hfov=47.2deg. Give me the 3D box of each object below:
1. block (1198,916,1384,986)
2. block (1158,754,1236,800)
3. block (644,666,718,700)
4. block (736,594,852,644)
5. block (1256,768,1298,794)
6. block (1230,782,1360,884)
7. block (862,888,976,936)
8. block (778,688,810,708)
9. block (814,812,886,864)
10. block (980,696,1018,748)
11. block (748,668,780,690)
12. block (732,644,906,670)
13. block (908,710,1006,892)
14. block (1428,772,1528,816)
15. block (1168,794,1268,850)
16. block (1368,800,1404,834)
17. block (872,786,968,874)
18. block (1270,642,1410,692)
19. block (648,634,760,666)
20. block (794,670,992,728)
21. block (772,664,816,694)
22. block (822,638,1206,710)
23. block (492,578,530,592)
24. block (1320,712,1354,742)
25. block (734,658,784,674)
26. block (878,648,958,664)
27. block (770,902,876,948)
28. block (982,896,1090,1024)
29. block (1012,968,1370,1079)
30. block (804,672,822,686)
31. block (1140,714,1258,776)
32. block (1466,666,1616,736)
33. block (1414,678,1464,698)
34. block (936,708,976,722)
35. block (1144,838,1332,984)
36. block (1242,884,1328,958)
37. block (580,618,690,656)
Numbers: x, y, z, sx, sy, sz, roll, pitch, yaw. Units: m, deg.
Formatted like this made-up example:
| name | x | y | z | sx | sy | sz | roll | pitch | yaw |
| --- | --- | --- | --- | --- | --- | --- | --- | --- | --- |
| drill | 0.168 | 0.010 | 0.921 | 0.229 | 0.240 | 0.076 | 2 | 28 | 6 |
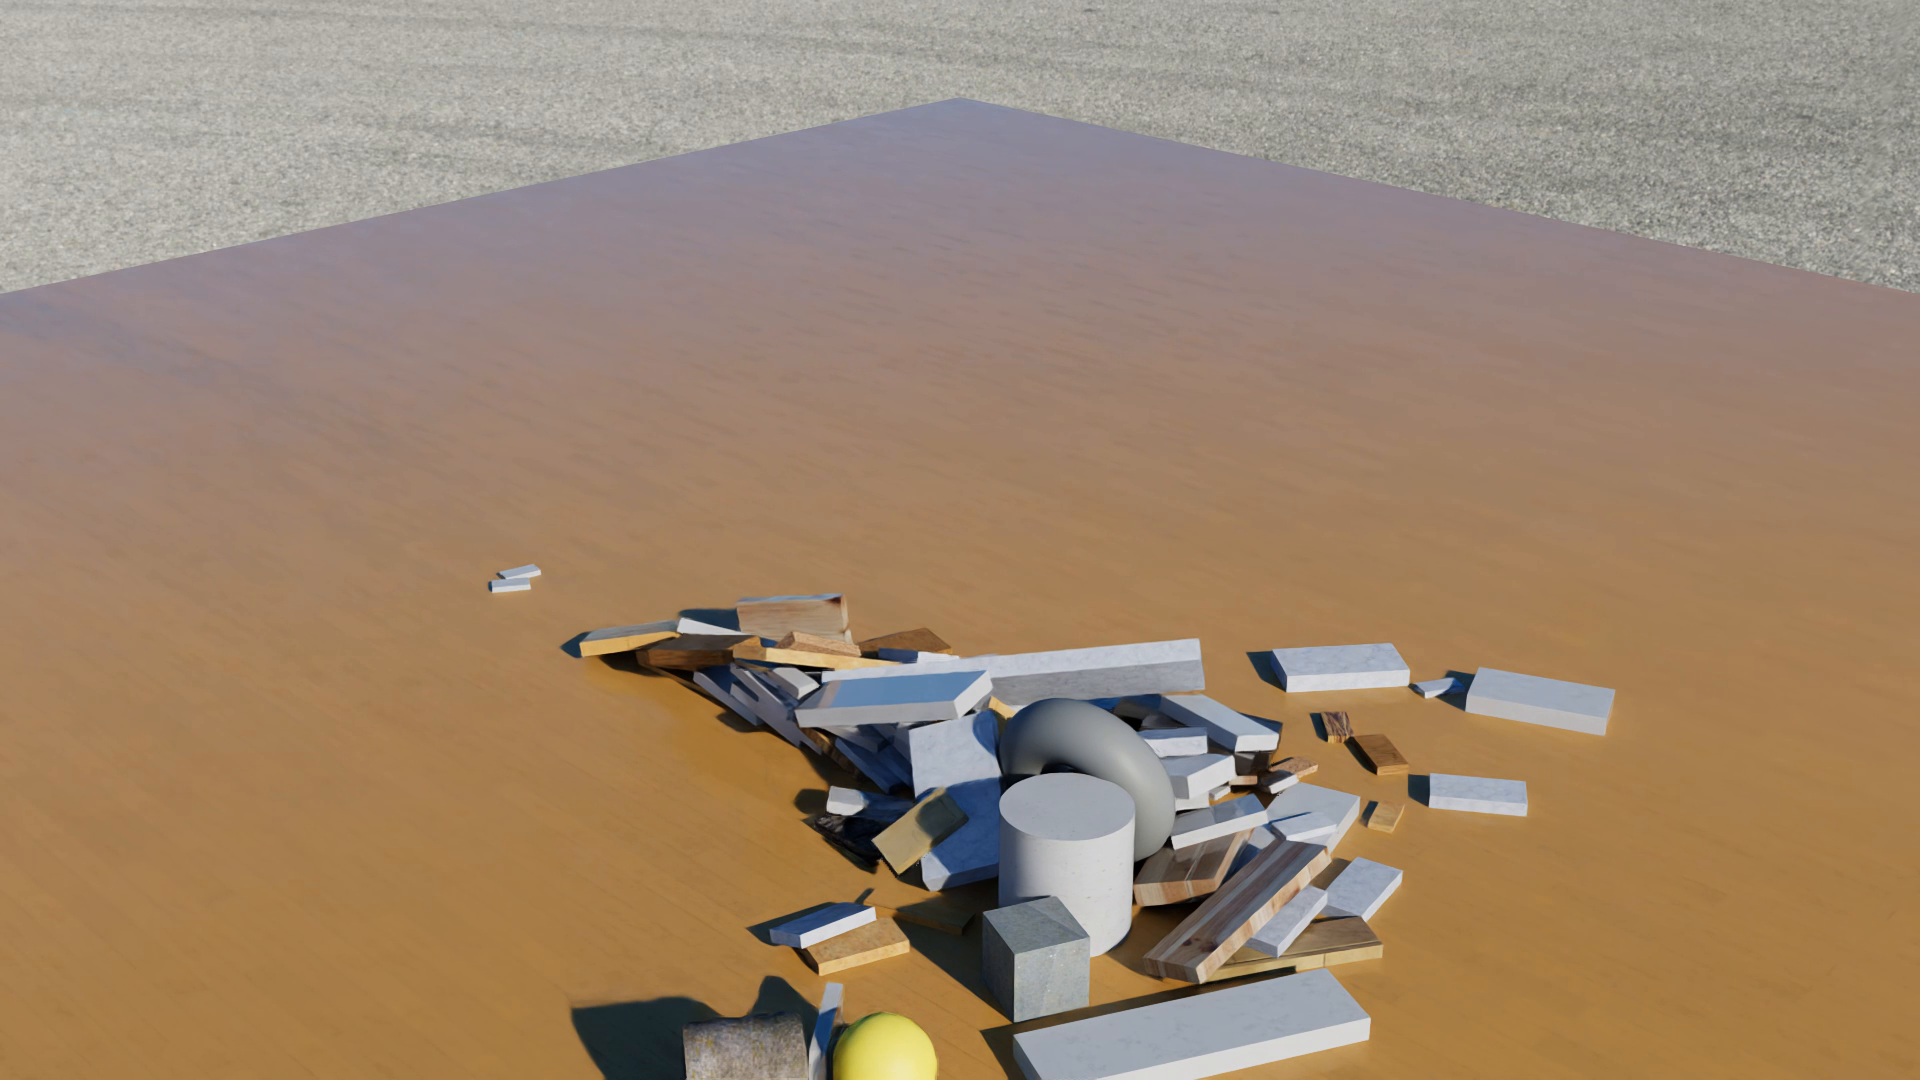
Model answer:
| name | x | y | z | sx | sy | sz | roll | pitch | yaw |
| --- | --- | --- | --- | --- | --- | --- | --- | --- | --- |
| block | 0.582 | 0.742 | 3.977 | 0.352 | 0.027 | 0.097 | -6 | 24 | -13 |
| block | 0.367 | 0.460 | 4.351 | 0.319 | 0.045 | 0.159 | -1 | 10 | 41 |
| block | -0.593 | 0.321 | 4.987 | 0.349 | 0.013 | 0.046 | 19 | 30 | 38 |
| block | -0.383 | 0.196 | 5.077 | 0.258 | 0.129 | 0.037 | -3 | 15 | 19 |
| block | 0.646 | 0.493 | 4.494 | 0.060 | 0.017 | 0.121 | -24 | 2 | -7 |
| block | 0.636 | 0.600 | 4.292 | 0.150 | 0.042 | 0.449 | 12 | 26 | 26 |
| block | -0.077 | 0.693 | 4.107 | 0.206 | 0.016 | 0.057 | 11 | 25 | 23 |
| block | -0.330 | 0.339 | 4.691 | 0.058 | 0.016 | 0.115 | -19 | 41 | -39 |
| block | -0.199 | 0.583 | 4.355 | 0.089 | 0.025 | 0.177 | -20 | 30 | -38 |
| block | 0.149 | 0.437 | 4.440 | 0.268 | 0.035 | 0.125 | 35 | 39 | -13 |
| block | -0.405 | 0.283 | 4.741 | 0.058 | 0.016 | 0.115 | -18 | 33 | -38 |
| block | -0.259 | 0.267 | 4.792 | 0.100 | 0.028 | 0.546 | 3 | -5 | 42 |
| block | 0.002 | 0.502 | 4.253 | 0.170 | 0.048 | 0.340 | -15 | 51 | 10 |
| block | 1.059 | 0.520 | 4.499 | 0.194 | 0.027 | 0.097 | 4 | 23 | 10 |
| block | 0.492 | 0.543 | 4.248 | 0.189 | 0.027 | 0.095 | -16 | 15 | -2 |
| block | 0.859 | 0.557 | 4.431 | 0.050 | 0.014 | 0.099 | 10 | 25 | 22 |
| block | -0.076 | 0.554 | 4.197 | 0.170 | 0.024 | 0.085 | -37 | 51 | -8 |
| block | 0.867 | 0.291 | 5.024 | 0.283 | 0.040 | 0.142 | -3 | 23 | -6 |
| block | -0.565 | 0.242 | 4.859 | 0.236 | 0.033 | 0.118 | -2 | 14 | 40 |
| block | -0.138 | 0.325 | 4.485 | 0.397 | 0.040 | 0.142 | -6 | 19 | 33 |
| block | -0.352 | 0.294 | 4.655 | 0.048 | 0.014 | 0.095 | -17 | 33 | -38 |
| block | 0.116 | 0.301 | 4.708 | 0.805 | 0.170 | 0.048 | -5 | 64 | 7 |
| block | -1.119 | 0.112 | 5.480 | 0.093 | 0.013 | 0.046 | -5 | 24 | -12 |
| block | 0.820 | 0.407 | 4.782 | 0.057 | 0.016 | 0.113 | 0 | 23 | 0 |
| block | -0.434 | 0.264 | 4.742 | 0.095 | 0.014 | 0.048 | 14 | 27 | 19 |
| block | -0.095 | 0.264 | 4.926 | 0.100 | 0.028 | 0.201 | 8 | -4 | -27 |
| block | -0.250 | 0.703 | 4.018 | 0.177 | 0.025 | 0.089 | -14 | 9 | -42 |
| block | 0.132 | 0.734 | 3.850 | 0.142 | 0.142 | 0.142 | -9 | 25 | -20 |
| block | 0.393 | 0.841 | 3.720 | 0.589 | 0.045 | 0.159 | -8 | 24 | -18 |
| block | -0.217 | 0.319 | 4.883 | 0.258 | 0.037 | 0.129 | 1 | -8 | 3 |
| block | 0.490 | 0.421 | 4.530 | 0.238 | 0.034 | 0.119 | 17 | 9 | 10 |
| block | 1.285 | 0.356 | 4.868 | 0.300 | 0.042 | 0.150 | 9 | 25 | 20 |
| block | 1.081 | 0.333 | 4.959 | 0.099 | 0.014 | 0.050 | -7 | 24 | -16 |
| block | 0.039 | 0.398 | 4.460 | 0.170 | 0.024 | 0.085 | 36 | 38 | 10 |
| block | 0.508 | 0.669 | 3.995 | 0.119 | 0.034 | 0.424 | 2 | 26 | 44 |
| block | 0.584 | 0.687 | 4.013 | 0.094 | 0.027 | 0.189 | 16 | 34 | 33 |
| block | -0.752 | 0.225 | 5.109 | 0.236 | 0.033 | 0.118 | -8 | 12 | 8 |
